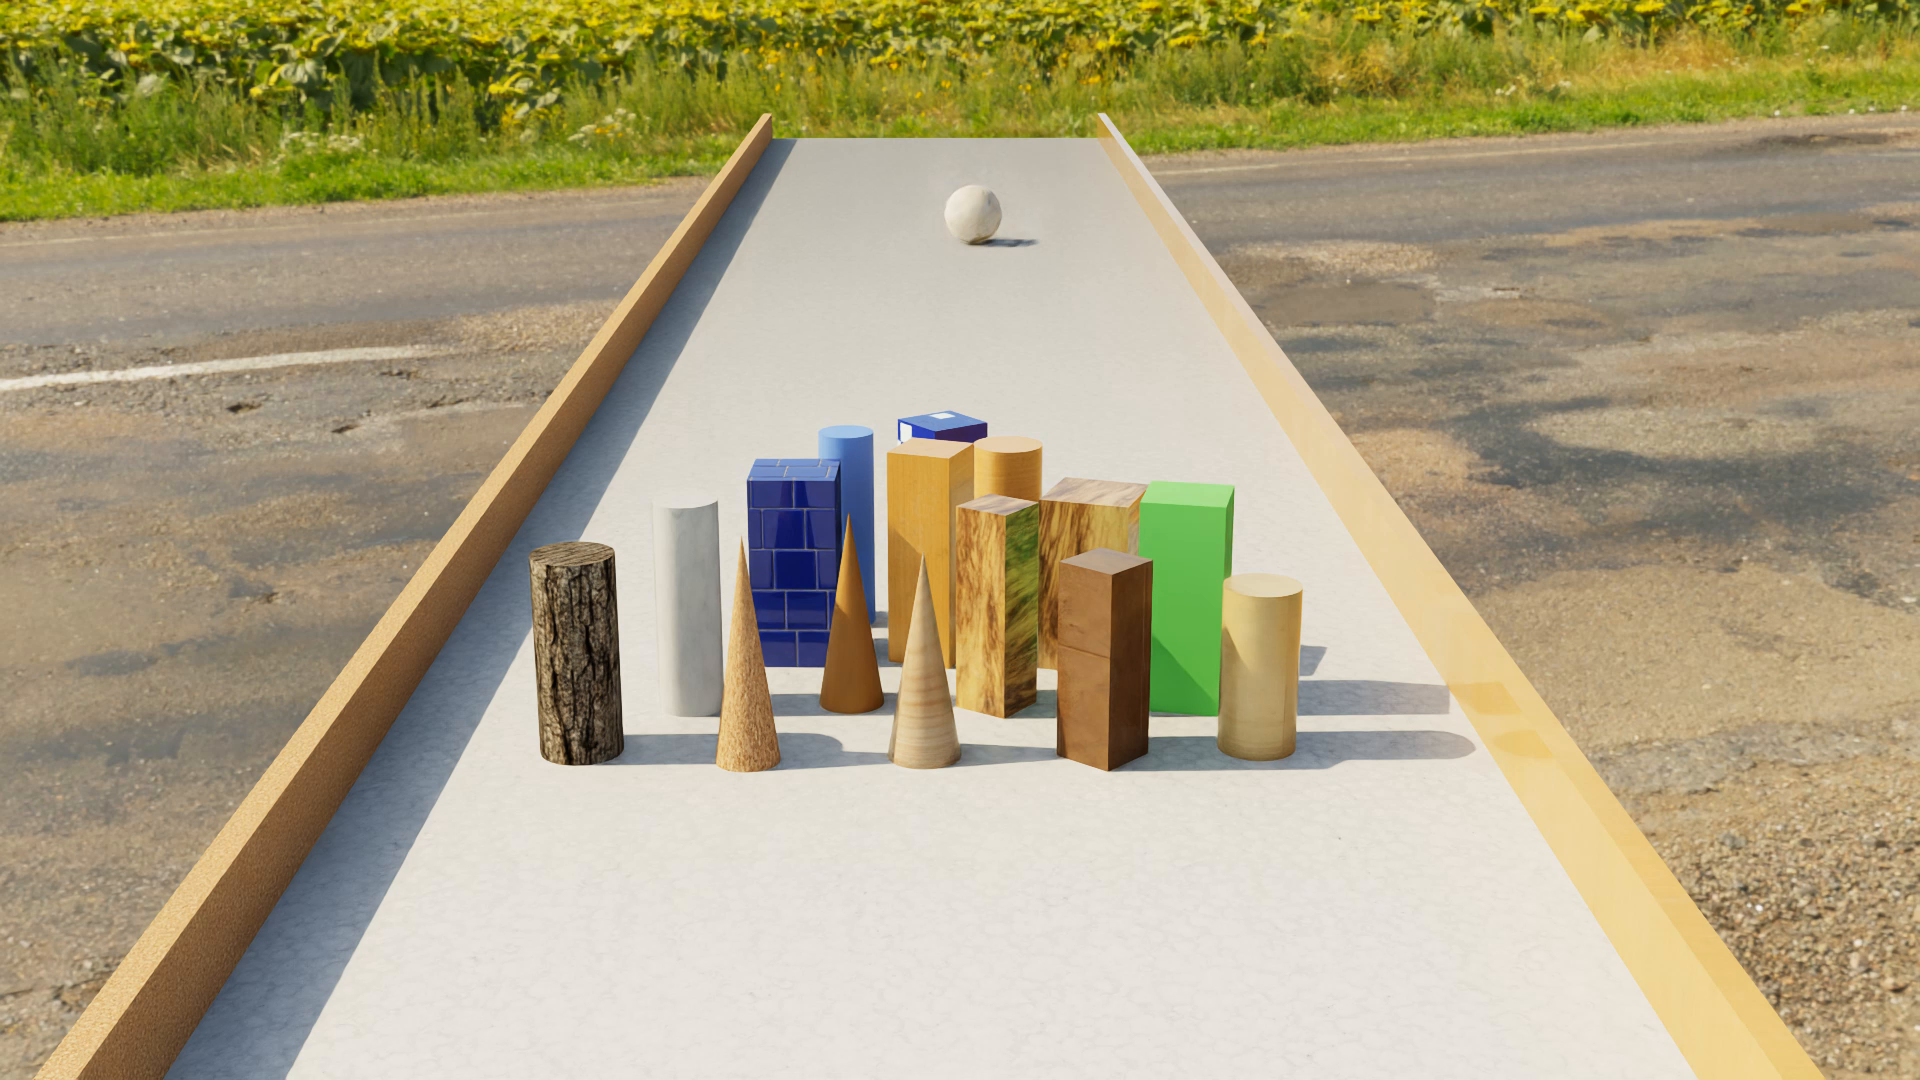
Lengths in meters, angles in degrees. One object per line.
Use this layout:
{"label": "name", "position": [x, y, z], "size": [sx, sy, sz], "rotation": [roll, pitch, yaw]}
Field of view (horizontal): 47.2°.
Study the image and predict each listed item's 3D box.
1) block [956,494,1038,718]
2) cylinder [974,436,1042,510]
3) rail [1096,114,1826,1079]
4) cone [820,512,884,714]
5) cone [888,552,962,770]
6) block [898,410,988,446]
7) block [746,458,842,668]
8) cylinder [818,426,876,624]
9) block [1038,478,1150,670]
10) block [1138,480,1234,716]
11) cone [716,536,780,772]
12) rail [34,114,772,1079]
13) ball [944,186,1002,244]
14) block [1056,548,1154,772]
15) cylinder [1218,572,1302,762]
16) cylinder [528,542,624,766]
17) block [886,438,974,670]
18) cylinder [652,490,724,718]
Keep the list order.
{"label": "block", "position": [0.069, 0.123, 4.121], "size": [0.110, 0.394, 0.110], "rotation": [11, 20, 34]}
{"label": "cylinder", "position": [0.100, -0.018, 4.623], "size": [0.144, 0.378, 0.144], "rotation": [0, 17, 0]}
{"label": "rail", "position": [0.932, -0.844, 7.801], "size": [0.050, 0.150, 12.000], "rotation": [0, 17, -1]}
{"label": "cone", "position": [-0.206, 0.127, 4.135], "size": [0.124, 0.378, 0.124], "rotation": [0, 17, 0]}
{"label": "cone", "position": [-0.064, 0.201, 3.878], "size": [0.133, 0.383, 0.133], "rotation": [0, 17, 0]}
{"label": "block", "position": [-0.038, -0.088, 4.886], "size": [0.142, 0.363, 0.142], "rotation": [-12, 20, -34]}
{"label": "block", "position": [-0.327, 0.045, 4.401], "size": [0.171, 0.385, 0.171], "rotation": [0, 17, 1]}
{"label": "cylinder", "position": [-0.236, -0.027, 4.599], "size": [0.114, 0.410, 0.114], "rotation": [0, 17, 0]}
{"label": "block", "position": [0.267, 0.072, 4.376], "size": [0.179, 0.347, 0.179], "rotation": [6, 17, 18]}
{"label": "block", "position": [0.424, 0.109, 4.147], "size": [0.158, 0.407, 0.158], "rotation": [4, 17, 12]}
{"label": "cone", "position": [-0.377, 0.190, 3.851], "size": [0.116, 0.420, 0.116], "rotation": [0, 17, 0]}
{"label": "rail", "position": [-1.118, -0.838, 7.780], "size": [0.050, 0.150, 12.000], "rotation": [0, 17, -1]}
{"label": "ball", "position": [0.058, -1.415, 9.548], "size": [0.249, 0.249, 0.249], "rotation": [0, 17, 0]}
{"label": "block", "position": [0.255, 0.210, 3.885], "size": [0.117, 0.363, 0.117], "rotation": [14, 22, 40]}
{"label": "cylinder", "position": [0.535, 0.226, 3.929], "size": [0.141, 0.306, 0.141], "rotation": [0, 17, 0]}
{"label": "cylinder", "position": [-0.679, 0.201, 3.903], "size": [0.149, 0.369, 0.149], "rotation": [0, 17, 0]}
{"label": "block", "position": [-0.058, 0.026, 4.382], "size": [0.130, 0.432, 0.130], "rotation": [6, 18, 21]}
{"label": "cylinder", "position": [-0.508, 0.120, 4.111], "size": [0.122, 0.407, 0.122], "rotation": [0, 17, 0]}
